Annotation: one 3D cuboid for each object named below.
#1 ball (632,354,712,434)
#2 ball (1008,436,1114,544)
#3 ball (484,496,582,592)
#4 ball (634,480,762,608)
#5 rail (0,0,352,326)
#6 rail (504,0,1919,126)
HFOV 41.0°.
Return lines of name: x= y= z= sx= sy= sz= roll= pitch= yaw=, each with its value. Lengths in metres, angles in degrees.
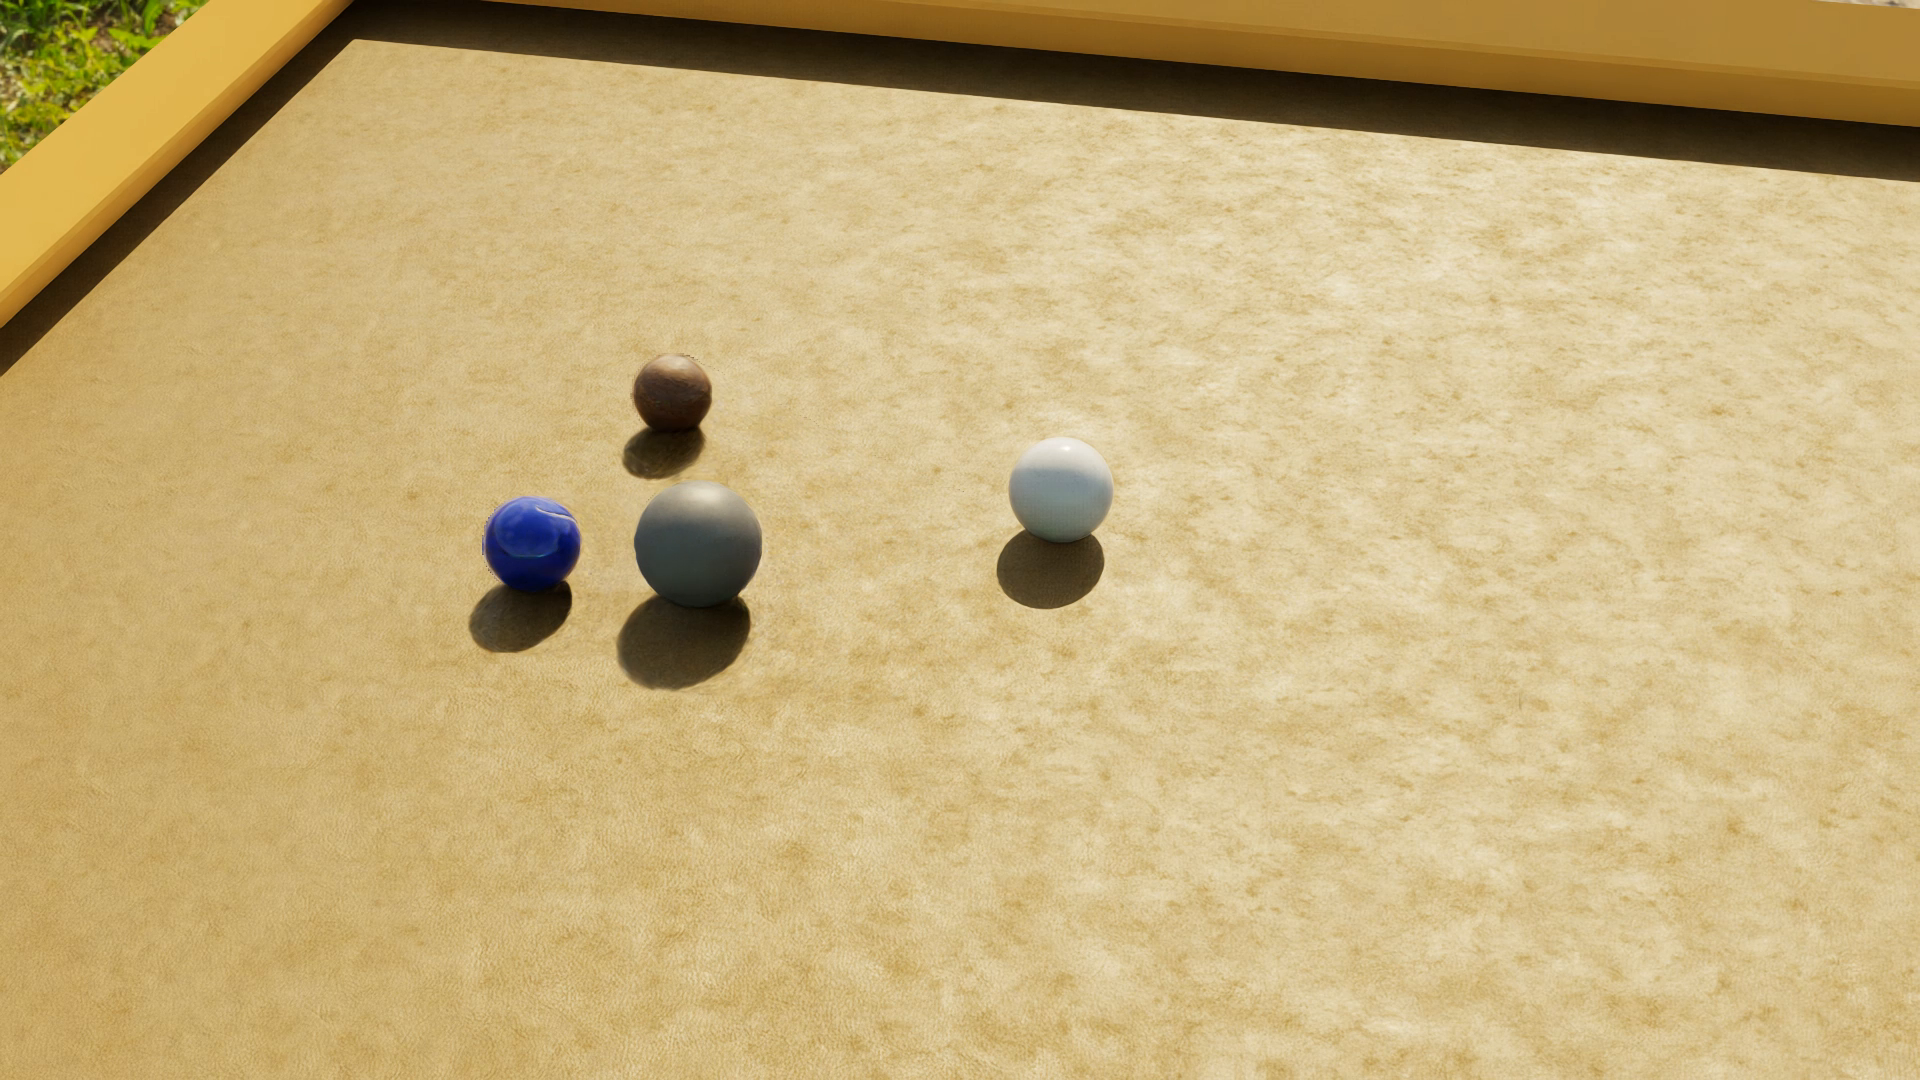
ball: x=-0.239 y=-0.121 z=2.133 sx=0.066 sy=0.066 sz=0.066 roll=0 pitch=34 yaw=0
ball: x=0.079 y=-0.039 z=1.997 sx=0.083 sy=0.083 sz=0.083 roll=0 pitch=34 yaw=0
ball: x=-0.323 y=0.003 z=1.943 sx=0.073 sy=0.073 sz=0.073 roll=0 pitch=34 yaw=0
ball: x=-0.196 y=0.003 z=1.923 sx=0.096 sy=0.096 sz=0.096 roll=0 pitch=34 yaw=0
rail: x=-0.881 y=-0.127 z=2.087 sx=0.045 sy=0.125 sz=2.035 roll=7 pitch=35 yaw=10
rail: x=1.118 y=-0.450 z=2.565 sx=3.704 sy=0.125 sz=0.045 roll=7 pitch=35 yaw=10
